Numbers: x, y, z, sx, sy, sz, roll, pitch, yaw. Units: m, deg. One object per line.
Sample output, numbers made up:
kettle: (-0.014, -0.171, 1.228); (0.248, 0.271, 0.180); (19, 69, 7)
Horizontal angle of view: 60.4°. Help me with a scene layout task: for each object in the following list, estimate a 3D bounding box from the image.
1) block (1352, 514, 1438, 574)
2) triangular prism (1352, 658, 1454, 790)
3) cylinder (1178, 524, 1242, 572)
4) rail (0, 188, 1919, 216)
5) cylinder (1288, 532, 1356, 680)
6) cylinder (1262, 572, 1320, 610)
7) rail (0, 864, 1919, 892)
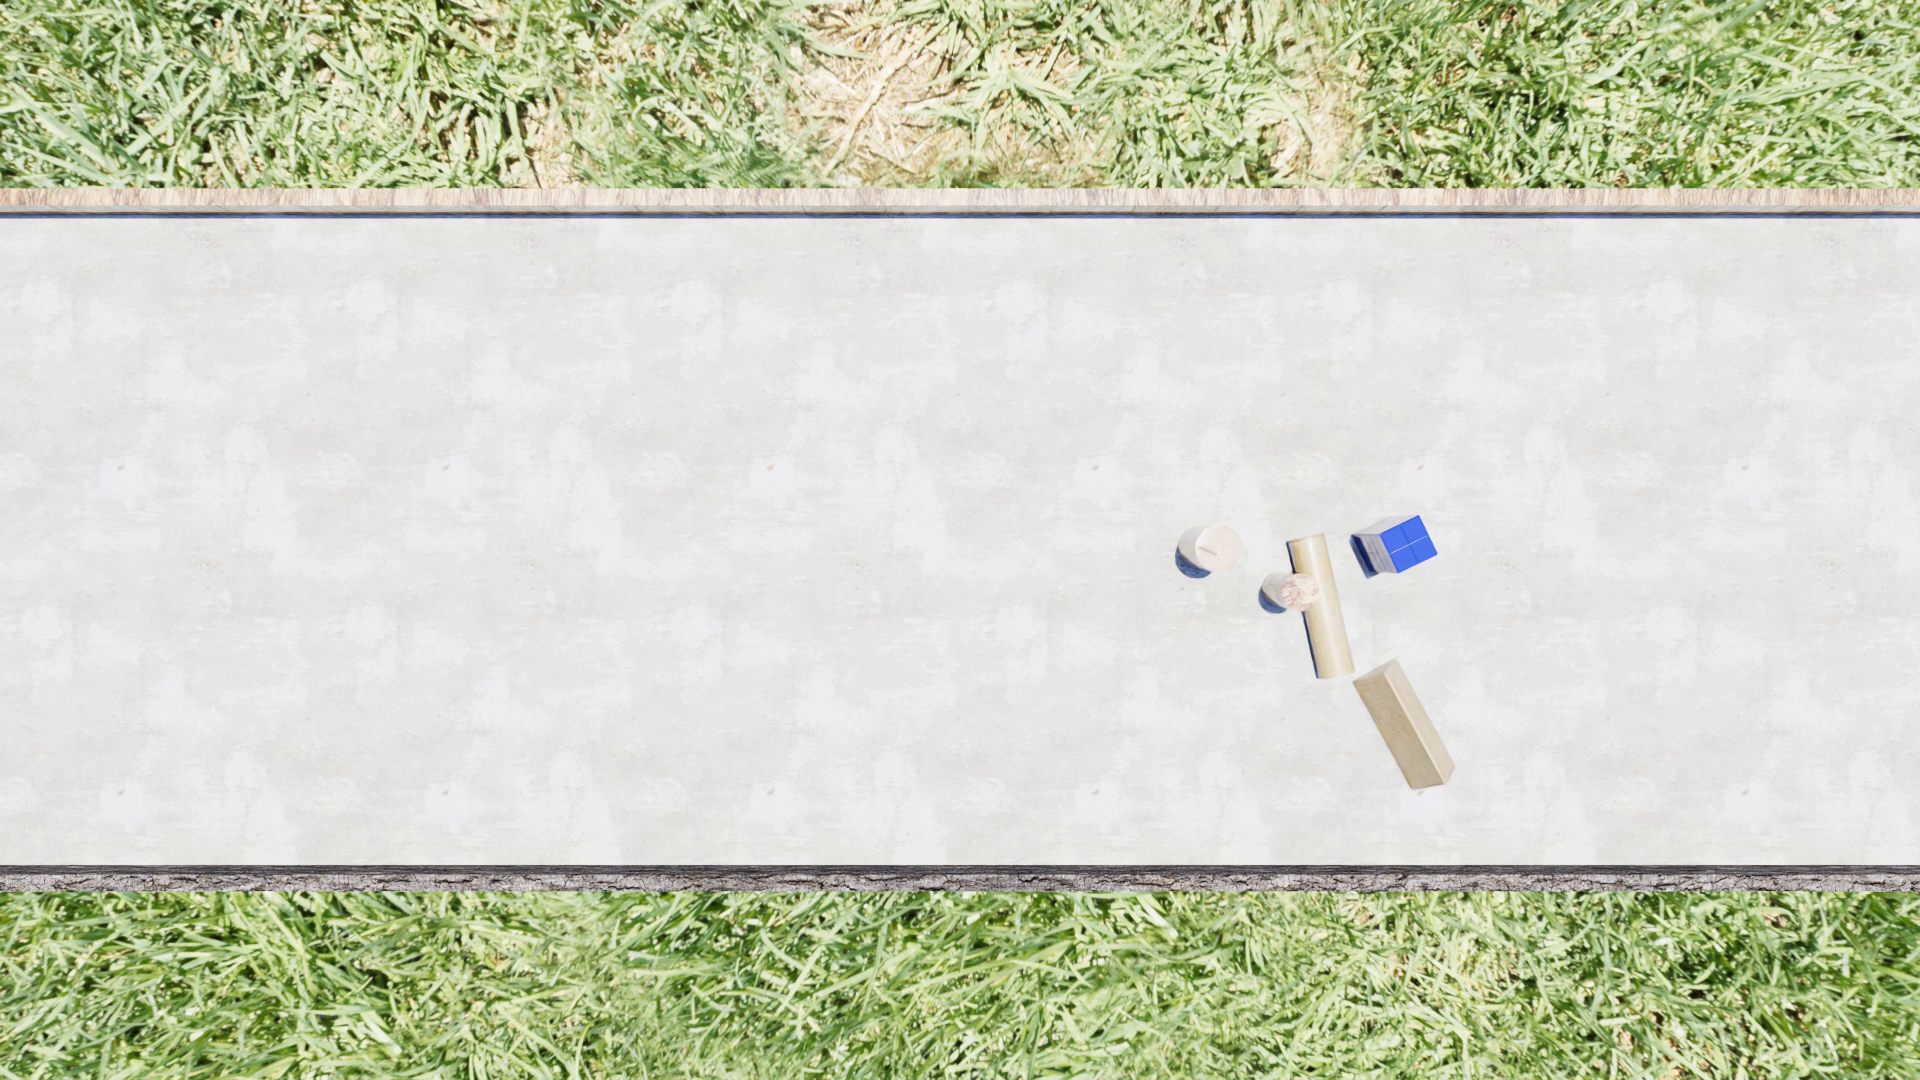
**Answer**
block: (1.290, 0.012, 4.908); (0.128, 0.337, 0.128); (-26, 90, 0)
triangular prism: (1.365, 0.564, 5.007); (0.151, 0.131, 0.381); (-29, 90, 0)
cylinder: (0.738, 0.024, 4.886); (0.135, 0.381, 0.135); (0, 90, 0)
rail: (-2.247, -1.025, 5.002); (12.000, 0.150, 0.050); (0, 90, 0)
cylinder: (1.103, 0.201, 5.022); (0.109, 0.109, 0.431); (-13, 90, 0)
cylinder: (0.979, 0.150, 4.905); (0.107, 0.342, 0.107); (0, 90, 1)
rail: (-2.247, 1.025, 5.001); (12.000, 0.150, 0.050); (0, 90, 0)
